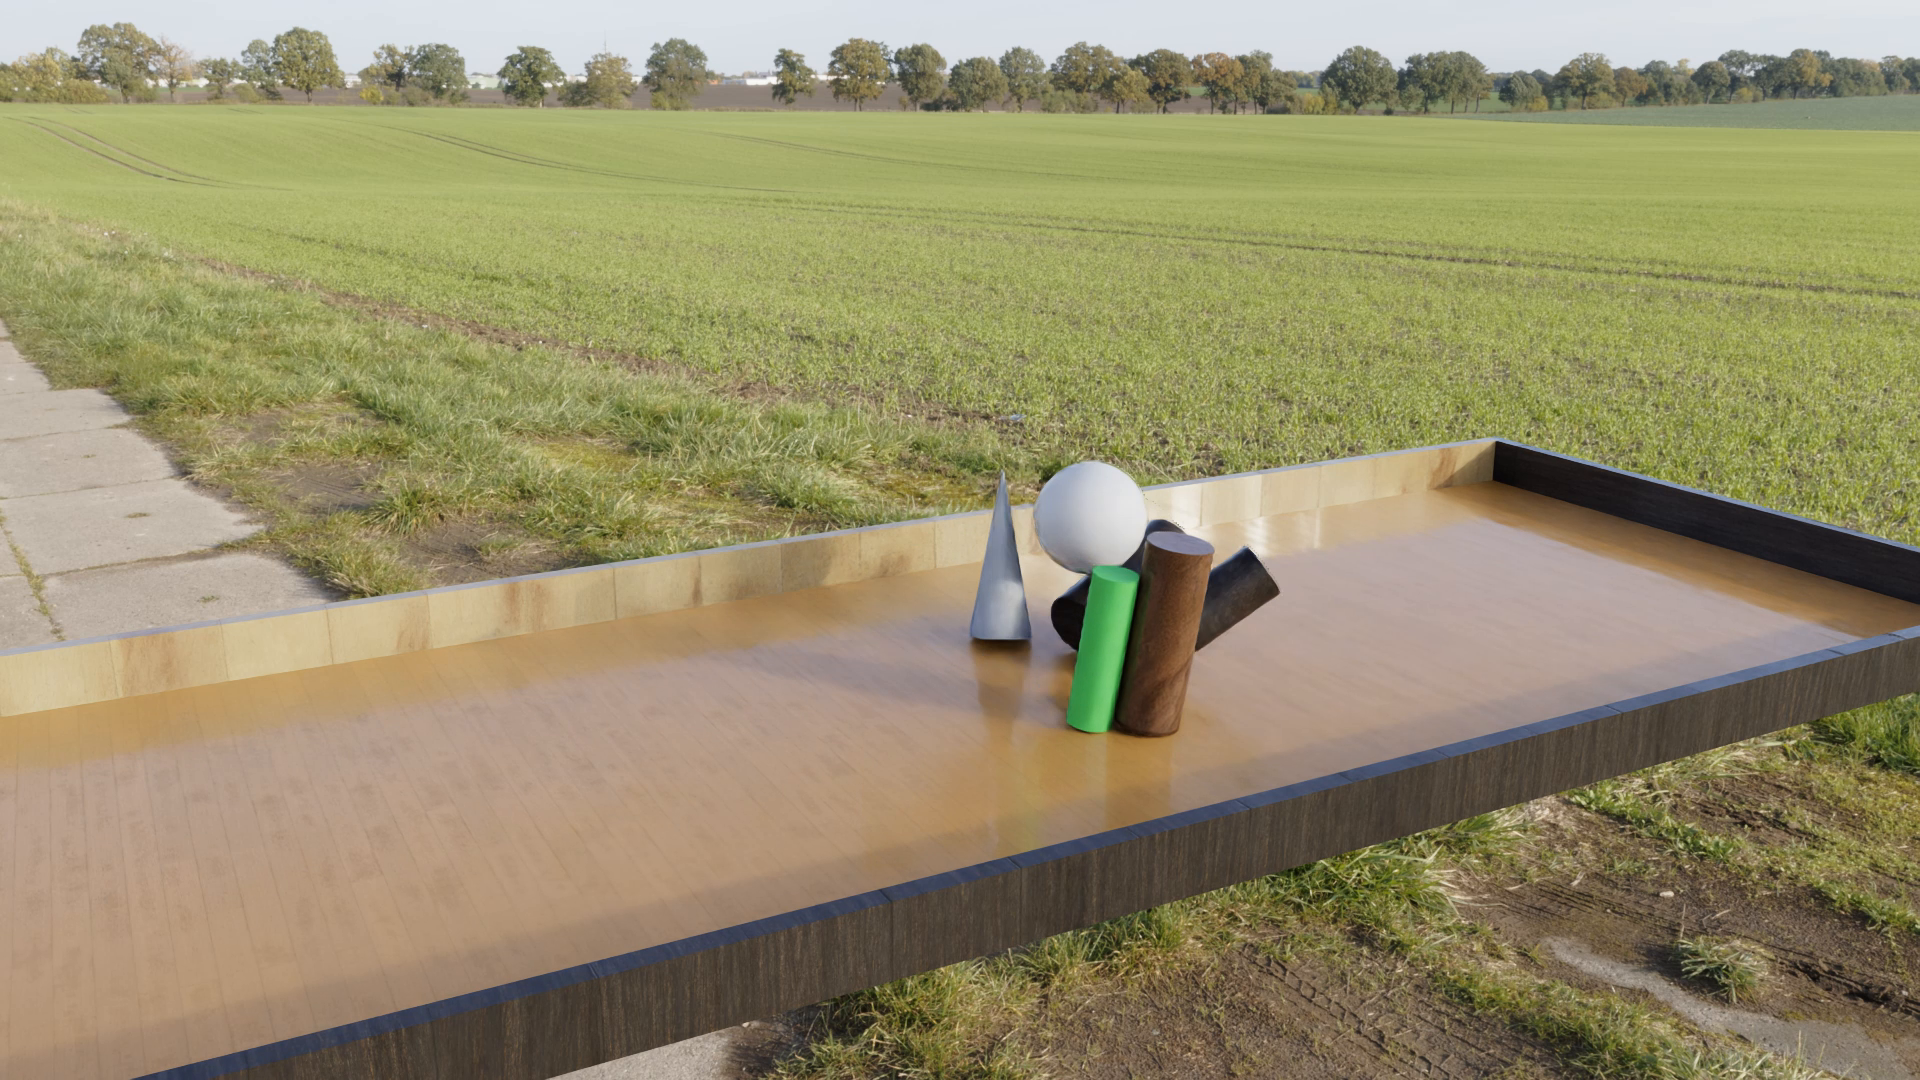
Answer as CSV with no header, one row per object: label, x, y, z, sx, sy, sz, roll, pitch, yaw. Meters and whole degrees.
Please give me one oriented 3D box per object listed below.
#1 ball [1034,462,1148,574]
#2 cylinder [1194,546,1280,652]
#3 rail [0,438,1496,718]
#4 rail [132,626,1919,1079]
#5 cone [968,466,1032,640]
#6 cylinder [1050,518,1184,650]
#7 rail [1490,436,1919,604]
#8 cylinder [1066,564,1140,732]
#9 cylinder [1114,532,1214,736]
ball,0.340,-0.057,4.305,0.295,0.295,0.295,0,16,0
cylinder,0.612,0.180,4.149,0.368,0.147,0.147,-36,16,5
rail,-3.305,0.497,3.399,12.000,0.150,0.050,-9,18,-27
rail,-2.336,1.006,1.665,12.000,0.150,0.050,-9,18,-27
cone,0.111,0.029,4.400,0.170,0.457,0.170,1,4,0
cylinder,0.439,0.119,4.430,0.170,0.170,0.421,15,40,41
rail,2.466,-0.048,5.253,0.050,0.150,2.100,-9,18,-27
cylinder,0.329,0.252,3.810,0.109,0.376,0.109,8,19,-3
cylinder,0.468,0.216,3.799,0.155,0.445,0.155,8,18,-2
